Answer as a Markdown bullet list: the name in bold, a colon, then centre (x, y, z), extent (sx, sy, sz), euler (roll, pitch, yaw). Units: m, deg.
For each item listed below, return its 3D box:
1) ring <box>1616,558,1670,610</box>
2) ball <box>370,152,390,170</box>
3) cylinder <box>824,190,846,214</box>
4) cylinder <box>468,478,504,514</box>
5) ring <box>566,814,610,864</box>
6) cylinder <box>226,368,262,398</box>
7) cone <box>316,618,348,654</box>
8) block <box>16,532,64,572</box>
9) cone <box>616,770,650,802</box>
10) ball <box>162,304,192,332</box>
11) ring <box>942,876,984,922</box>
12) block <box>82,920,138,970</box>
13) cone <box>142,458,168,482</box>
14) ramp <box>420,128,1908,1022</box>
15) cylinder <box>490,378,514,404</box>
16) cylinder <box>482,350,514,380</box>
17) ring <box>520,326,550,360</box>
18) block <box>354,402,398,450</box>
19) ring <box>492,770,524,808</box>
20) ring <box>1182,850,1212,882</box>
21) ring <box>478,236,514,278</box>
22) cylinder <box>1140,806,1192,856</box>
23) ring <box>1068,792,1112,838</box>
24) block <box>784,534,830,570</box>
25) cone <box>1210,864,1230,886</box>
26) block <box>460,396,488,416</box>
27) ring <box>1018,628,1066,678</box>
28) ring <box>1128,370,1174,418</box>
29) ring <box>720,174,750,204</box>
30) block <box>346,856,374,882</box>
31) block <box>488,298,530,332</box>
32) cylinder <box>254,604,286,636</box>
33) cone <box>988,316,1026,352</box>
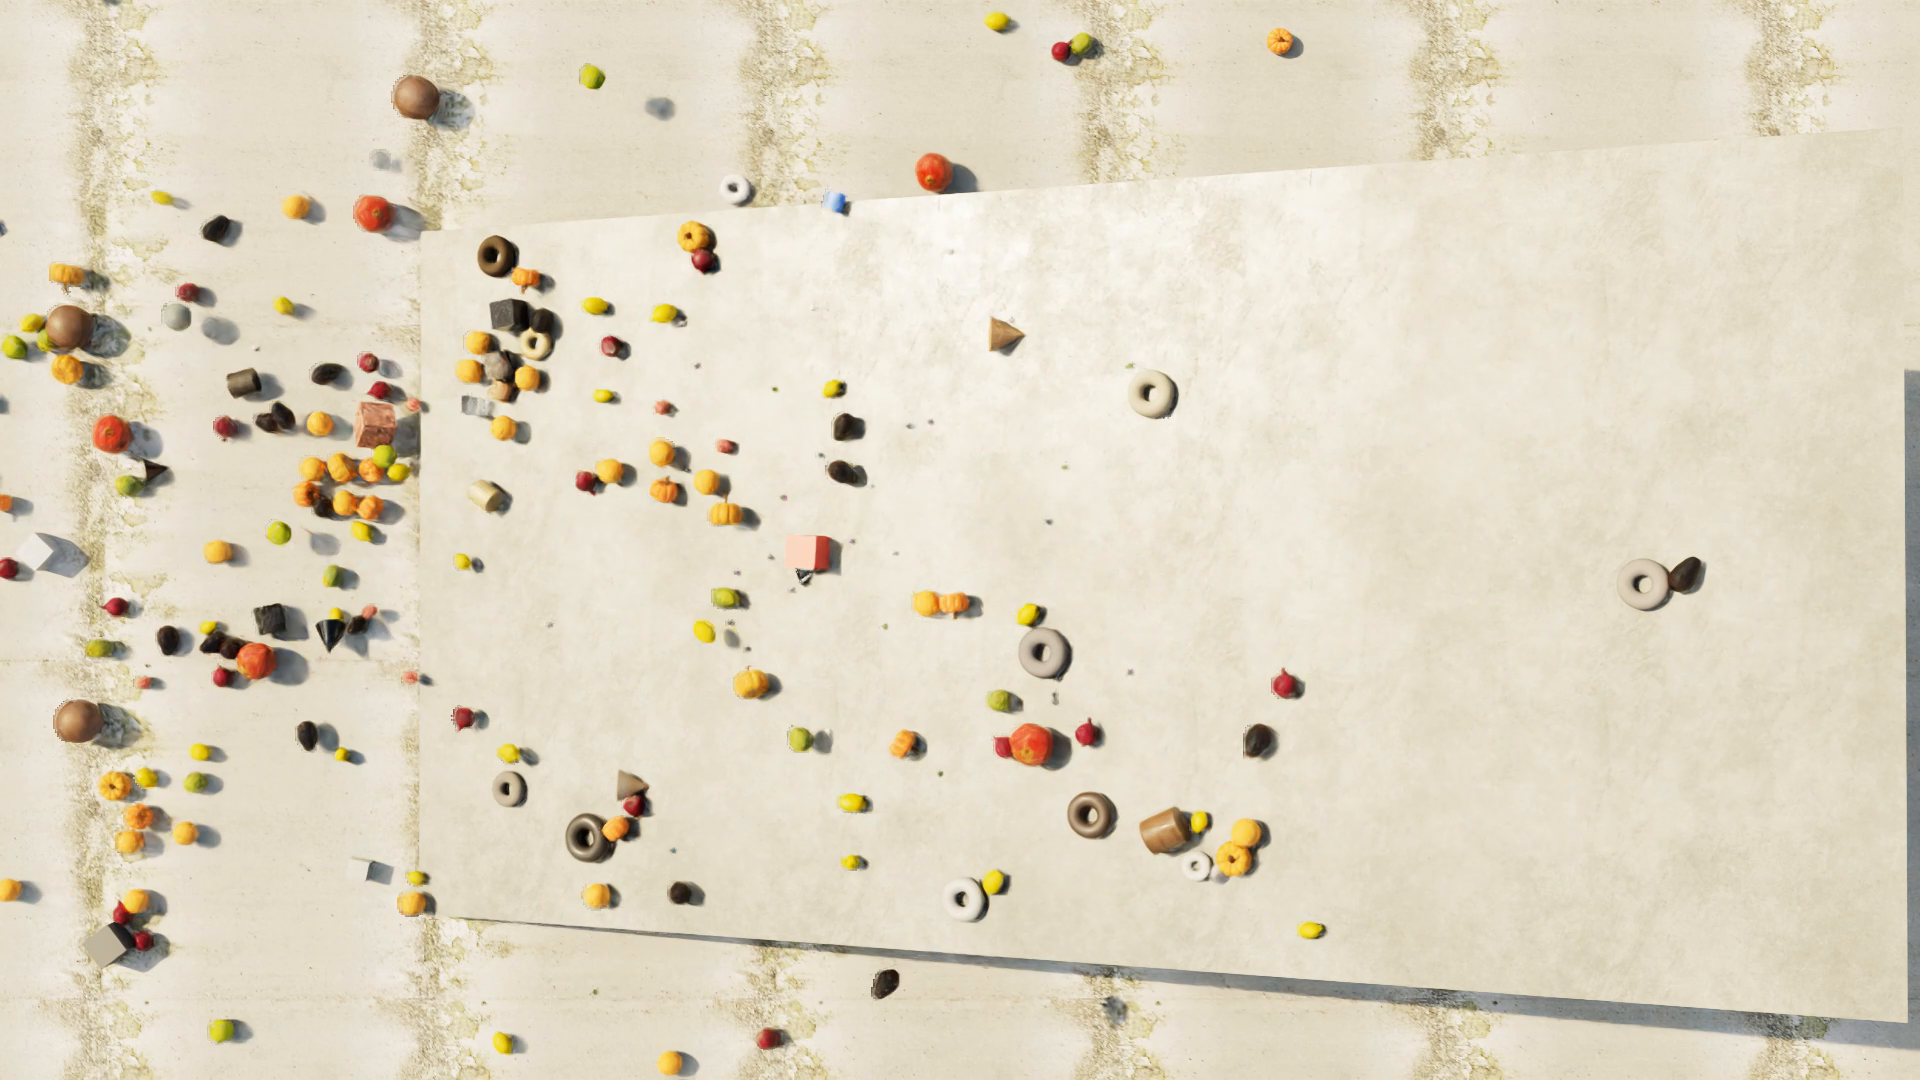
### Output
- **ring**: centre (1.586, 0.102, 5.107), extent (0.120, 0.040, 0.120), euler (0, 90, 22)
- **ball**: centre (-1.720, -1.127, 6.527), extent (0.054, 0.054, 0.054), euler (0, 89, 0)
- **cylinder**: centre (-0.336, -0.910, 5.912), extent (0.051, 0.051, 0.051), euler (19, 96, 0)
- **cylinder**: centre (-1.363, -0.128, 6.318), extent (0.072, 0.072, 0.072), euler (-47, 62, -1)
- **ring**: centre (-1.048, 0.839, 6.189), extent (0.141, 0.047, 0.141), euler (-1, 88, 24)
- **cylinder**: centre (-2.120, -0.464, 6.508), extent (0.075, 0.075, 0.075), euler (-16, 89, 0)
- **cone**: centre (-1.852, 0.298, 6.469), extent (0.095, 0.095, 0.095), euler (-4, 53, 0)
- **block**: centre (-2.719, 0.035, 6.499), extent (0.080, 0.080, 0.080), euler (43, 89, 0)
- **cone**: centre (-0.907, 0.686, 6.136), extent (0.092, 0.092, 0.092), euler (1, 89, -4)
- **ball**: centre (-2.296, -0.654, 6.453), extent (0.082, 0.082, 0.082), euler (0, 89, 0)
- **ring**: centre (0.008, 0.940, 5.753), extent (0.119, 0.040, 0.119), euler (-1, 88, 23)
- **block**: centre (-2.504, 1.191, 6.478), extent (0.094, 0.094, 0.094), euler (-37, 89, 0)
- **cone**: centre (-2.383, -0.210, 6.526), extent (0.074, 0.074, 0.074), euler (-10, 89, -27)
- **ramp**: centre (0.283, 0.086, 5.724), extent (4.000, 0.100, 2.000), euler (0, 89, 23)
- **cylinder**: centre (-1.317, -0.428, 6.312), extent (0.055, 0.055, 0.055), euler (20, 98, 0)
- **cylinder**: centre (-1.323, -0.501, 6.294), extent (0.074, 0.074, 0.074), euler (-8, 100, 0)
- **ring**: centre (-1.213, -0.563, 6.283), extent (0.099, 0.033, 0.099), euler (0, 90, 22)
- **block**: centre (-1.719, -0.336, 6.462), extent (0.096, 0.096, 0.096), euler (4, 47, -29)
- **ring**: centre (-1.294, 0.714, 6.300), extent (0.104, 0.035, 0.104), euler (-1, 88, 24)
- **ring**: centre (0.594, 0.819, 5.518), extent (0.077, 0.026, 0.077), euler (-1, 88, 23)
- **ring**: centre (-1.338, -0.817, 6.334), extent (0.120, 0.040, 0.120), euler (0, 90, 24)
- **cylinder**: centre (0.515, 0.730, 5.515), extent (0.095, 0.095, 0.095), euler (-27, 89, 20)
- **ring**: centre (0.332, 0.702, 5.621), extent (0.122, 0.041, 0.122), euler (0, 90, 22)
- **block**: centre (-0.409, 0.031, 5.911), extent (0.088, 0.088, 0.088), euler (4, 91, 23)
- **cone**: centre (0.640, 0.837, 5.483), extent (0.054, 0.054, 0.054), euler (0, 89, 23)
- **block**: centre (-1.402, -0.387, 6.348), extent (0.053, 0.053, 0.053), euler (10, 93, 22)
- **ring**: centre (0.213, 0.291, 5.673), extent (0.133, 0.044, 0.133), euler (0, 90, 21)
- **ring**: centre (0.483, -0.371, 5.571), extent (0.122, 0.041, 0.122), euler (0, 90, 22)
- **ring**: centre (-0.670, -1.043, 6.538), extent (0.089, 0.030, 0.089), euler (0, 90, 0)
- **block**: centre (-1.773, 0.973, 6.498), extent (0.059, 0.059, 0.059), euler (13, 89, 0)
- **block**: centre (-1.290, -0.643, 6.292), extent (0.077, 0.077, 0.077), euler (-9, 86, 22)
- **cylinder**: centre (-2.038, 0.235, 6.496), extent (0.081, 0.081, 0.081), euler (-13, 89, 0)
- **cone**: centre (0.125, -0.536, 5.720), extent (0.095, 0.095, 0.095), euler (1, 89, -4)
